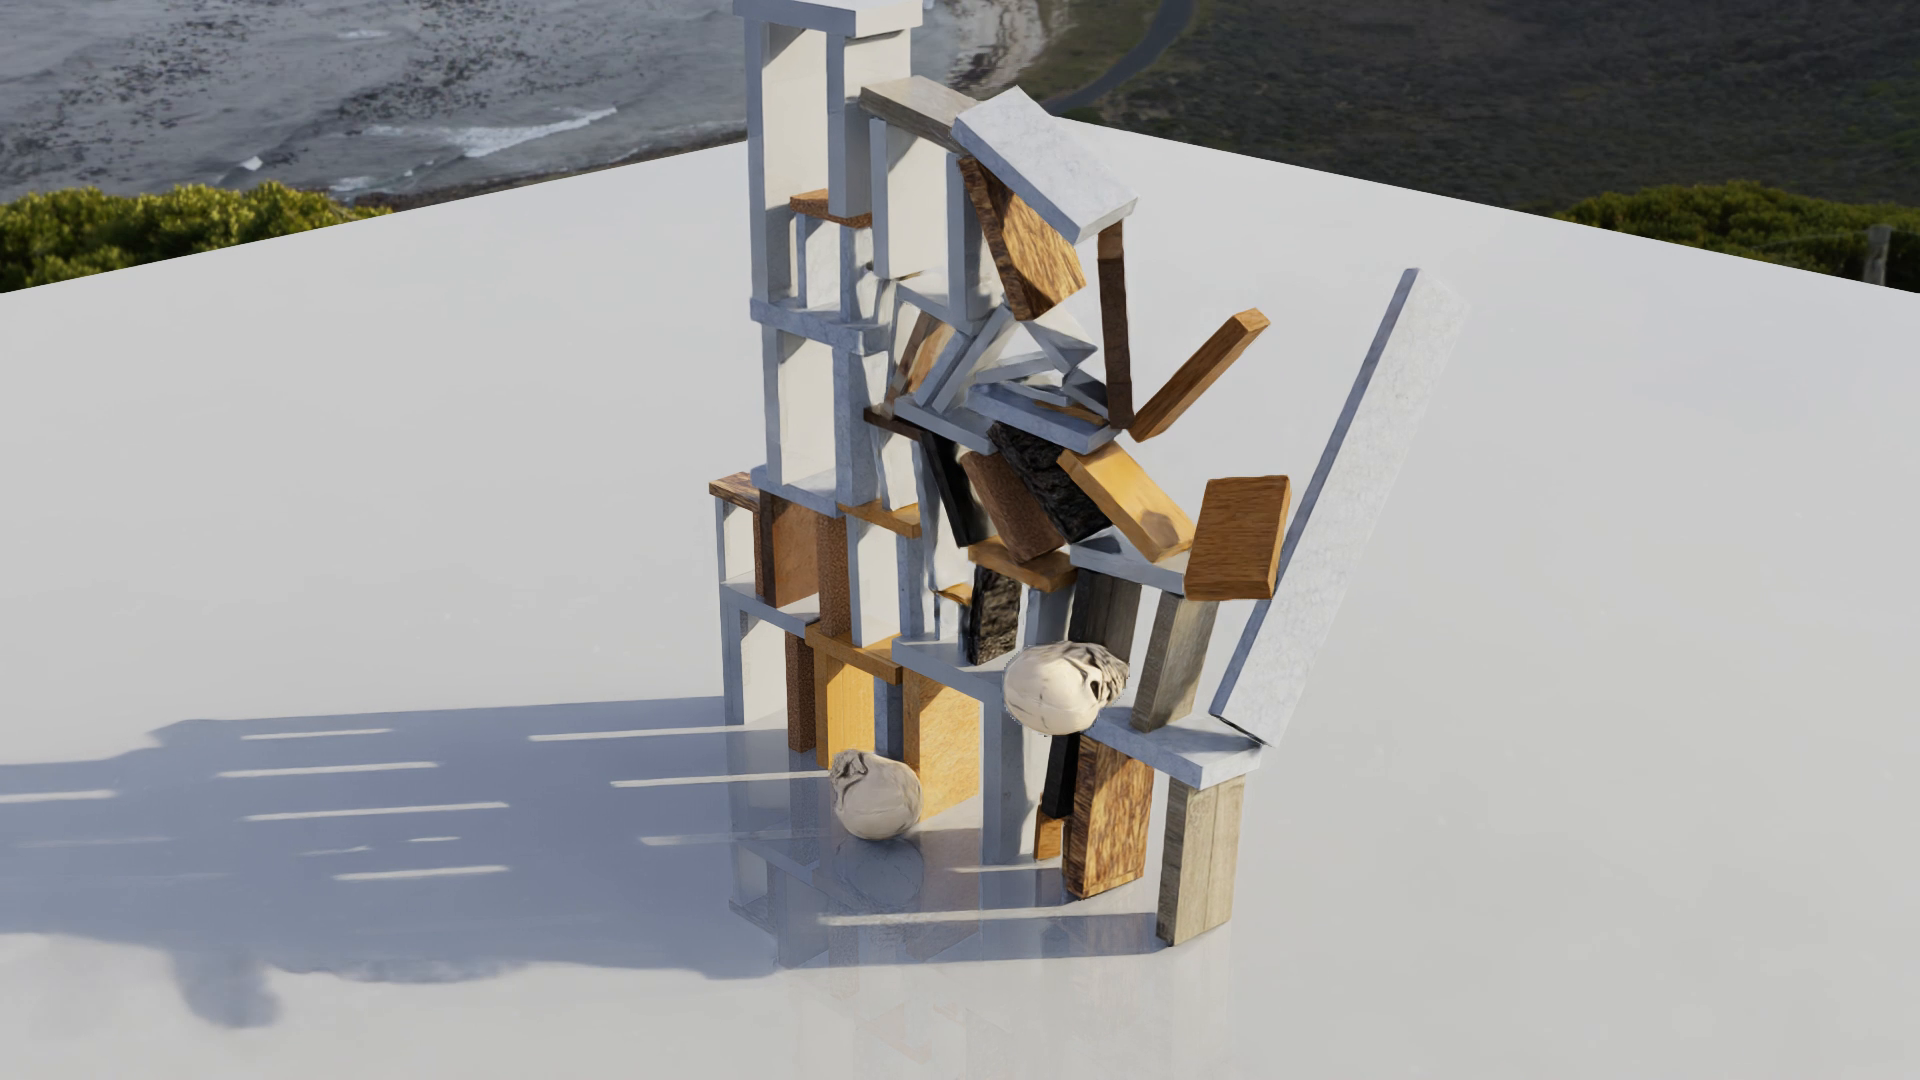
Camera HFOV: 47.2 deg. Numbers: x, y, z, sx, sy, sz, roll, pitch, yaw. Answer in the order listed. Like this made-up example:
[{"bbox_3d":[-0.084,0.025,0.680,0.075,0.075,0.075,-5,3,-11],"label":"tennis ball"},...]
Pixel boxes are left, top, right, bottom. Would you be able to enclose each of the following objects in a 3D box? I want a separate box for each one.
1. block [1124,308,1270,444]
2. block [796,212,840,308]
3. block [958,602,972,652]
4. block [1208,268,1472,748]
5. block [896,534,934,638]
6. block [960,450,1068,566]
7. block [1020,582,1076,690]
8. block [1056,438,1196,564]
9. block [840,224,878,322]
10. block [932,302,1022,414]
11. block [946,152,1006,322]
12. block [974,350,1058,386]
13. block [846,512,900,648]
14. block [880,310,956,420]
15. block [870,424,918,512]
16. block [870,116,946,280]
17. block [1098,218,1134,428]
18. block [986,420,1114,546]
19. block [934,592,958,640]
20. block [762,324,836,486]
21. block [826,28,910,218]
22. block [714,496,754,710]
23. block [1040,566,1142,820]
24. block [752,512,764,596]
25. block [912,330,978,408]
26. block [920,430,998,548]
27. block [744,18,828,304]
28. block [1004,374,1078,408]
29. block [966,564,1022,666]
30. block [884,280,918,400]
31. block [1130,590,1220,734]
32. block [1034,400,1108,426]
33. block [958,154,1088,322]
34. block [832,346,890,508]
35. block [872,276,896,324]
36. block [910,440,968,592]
[{"bbox_3d":[0.423,-0.294,3.924,0.041,0.287,0.144,48,25,8],"label":"block"},{"bbox_3d":[-0.274,-0.553,4.283,0.026,0.186,0.093,21,31,40],"label":"block"},{"bbox_3d":[0.018,0.162,4.275,0.050,0.100,0.014,-21,31,-41],"label":"block"},{"bbox_3d":[0.694,-0.063,3.991,0.144,0.903,0.041,30,-10,-29],"label":"block"},{"bbox_3d":[-0.073,0.075,4.335,0.107,0.213,0.030,-21,28,-41],"label":"block"},{"bbox_3d":[0.099,-0.073,4.086,0.114,0.229,0.032,-22,-9,-41],"label":"block"},{"bbox_3d":[0.167,0.169,4.117,0.106,0.212,0.030,-21,37,-40],"label":"block"},{"bbox_3d":[0.306,-0.076,3.959,0.262,0.037,0.131,48,39,19],"label":"block"},{"bbox_3d":[-0.186,-0.518,4.201,0.026,0.186,0.093,22,32,40],"label":"block"},{"bbox_3d":[0.044,-0.343,4.033,0.026,0.280,0.091,46,42,11],"label":"block"},{"bbox_3d":[0.043,-0.556,3.949,0.042,0.300,0.147,19,29,40],"label":"block"},{"bbox_3d":[0.123,-0.321,4.008,0.182,0.026,0.091,-9,14,39],"label":"block"},{"bbox_3d":[-0.174,0.068,4.442,0.030,0.284,0.107,19,29,42],"label":"block"},{"bbox_3d":[-0.071,-0.340,4.153,0.095,0.254,0.027,-23,58,-43],"label":"block"},{"bbox_3d":[-0.124,-0.150,4.293,0.086,0.171,0.024,-21,18,-40],"label":"block"},{"bbox_3d":[-0.095,-0.641,4.060,0.042,0.293,0.147,20,30,40],"label":"block"},{"bbox_3d":[0.271,-0.383,3.827,0.043,0.359,0.152,-3,41,6],"label":"block"},{"bbox_3d":[0.175,-0.123,4.033,0.131,0.037,0.262,-24,73,-44],"label":"block"},{"bbox_3d":[-0.026,0.143,4.319,0.050,0.100,0.014,-21,31,-40],"label":"block"},{"bbox_3d":[-0.320,-0.292,4.449,0.046,0.332,0.161,21,30,41],"label":"block"},{"bbox_3d":[-0.169,-0.781,4.084,0.048,0.337,0.168,22,31,39],"label":"block"},{"bbox_3d":[-0.480,0.130,4.807,0.027,0.506,0.094,21,31,41],"label":"block"},{"bbox_3d":[0.249,0.276,4.123,0.139,0.520,0.039,-15,33,-40],"label":"block"},{"bbox_3d":[-0.392,0.018,4.664,0.027,0.187,0.094,21,31,41],"label":"block"},{"bbox_3d":[-0.009,-0.329,4.086,0.095,0.190,0.027,-25,68,-44],"label":"block"},{"bbox_3d":[0.011,-0.111,4.166,0.114,0.229,0.032,-21,5,-41],"label":"block"},{"bbox_3d":[-0.332,-0.745,4.271,0.048,0.549,0.168,22,32,40],"label":"block"},{"bbox_3d":[0.156,-0.275,3.991,0.134,0.019,0.067,19,31,31],"label":"block"},{"bbox_3d":[0.068,0.128,4.209,0.030,0.212,0.106,28,35,37],"label":"block"},{"bbox_3d":[-0.111,-0.373,4.189,0.050,0.272,0.014,-22,39,-41],"label":"block"},{"bbox_3d":[0.391,0.205,3.970,0.039,0.277,0.139,29,31,34],"label":"block"},{"bbox_3d":[0.211,-0.247,3.997,0.134,0.019,0.067,20,31,20],"label":"block"},{"bbox_3d":[0.112,-0.554,3.848,0.043,0.304,0.152,2,30,48],"label":"block"},{"bbox_3d":[-0.172,-0.239,4.311,0.046,0.321,0.161,21,31,41],"label":"block"},{"bbox_3d":[-0.138,-0.464,4.183,0.050,0.101,0.014,-21,43,-41],"label":"block"},{"bbox_3d":[-0.039,-0.056,4.240,0.086,0.300,0.024,-22,22,-41],"label":"block"}]
